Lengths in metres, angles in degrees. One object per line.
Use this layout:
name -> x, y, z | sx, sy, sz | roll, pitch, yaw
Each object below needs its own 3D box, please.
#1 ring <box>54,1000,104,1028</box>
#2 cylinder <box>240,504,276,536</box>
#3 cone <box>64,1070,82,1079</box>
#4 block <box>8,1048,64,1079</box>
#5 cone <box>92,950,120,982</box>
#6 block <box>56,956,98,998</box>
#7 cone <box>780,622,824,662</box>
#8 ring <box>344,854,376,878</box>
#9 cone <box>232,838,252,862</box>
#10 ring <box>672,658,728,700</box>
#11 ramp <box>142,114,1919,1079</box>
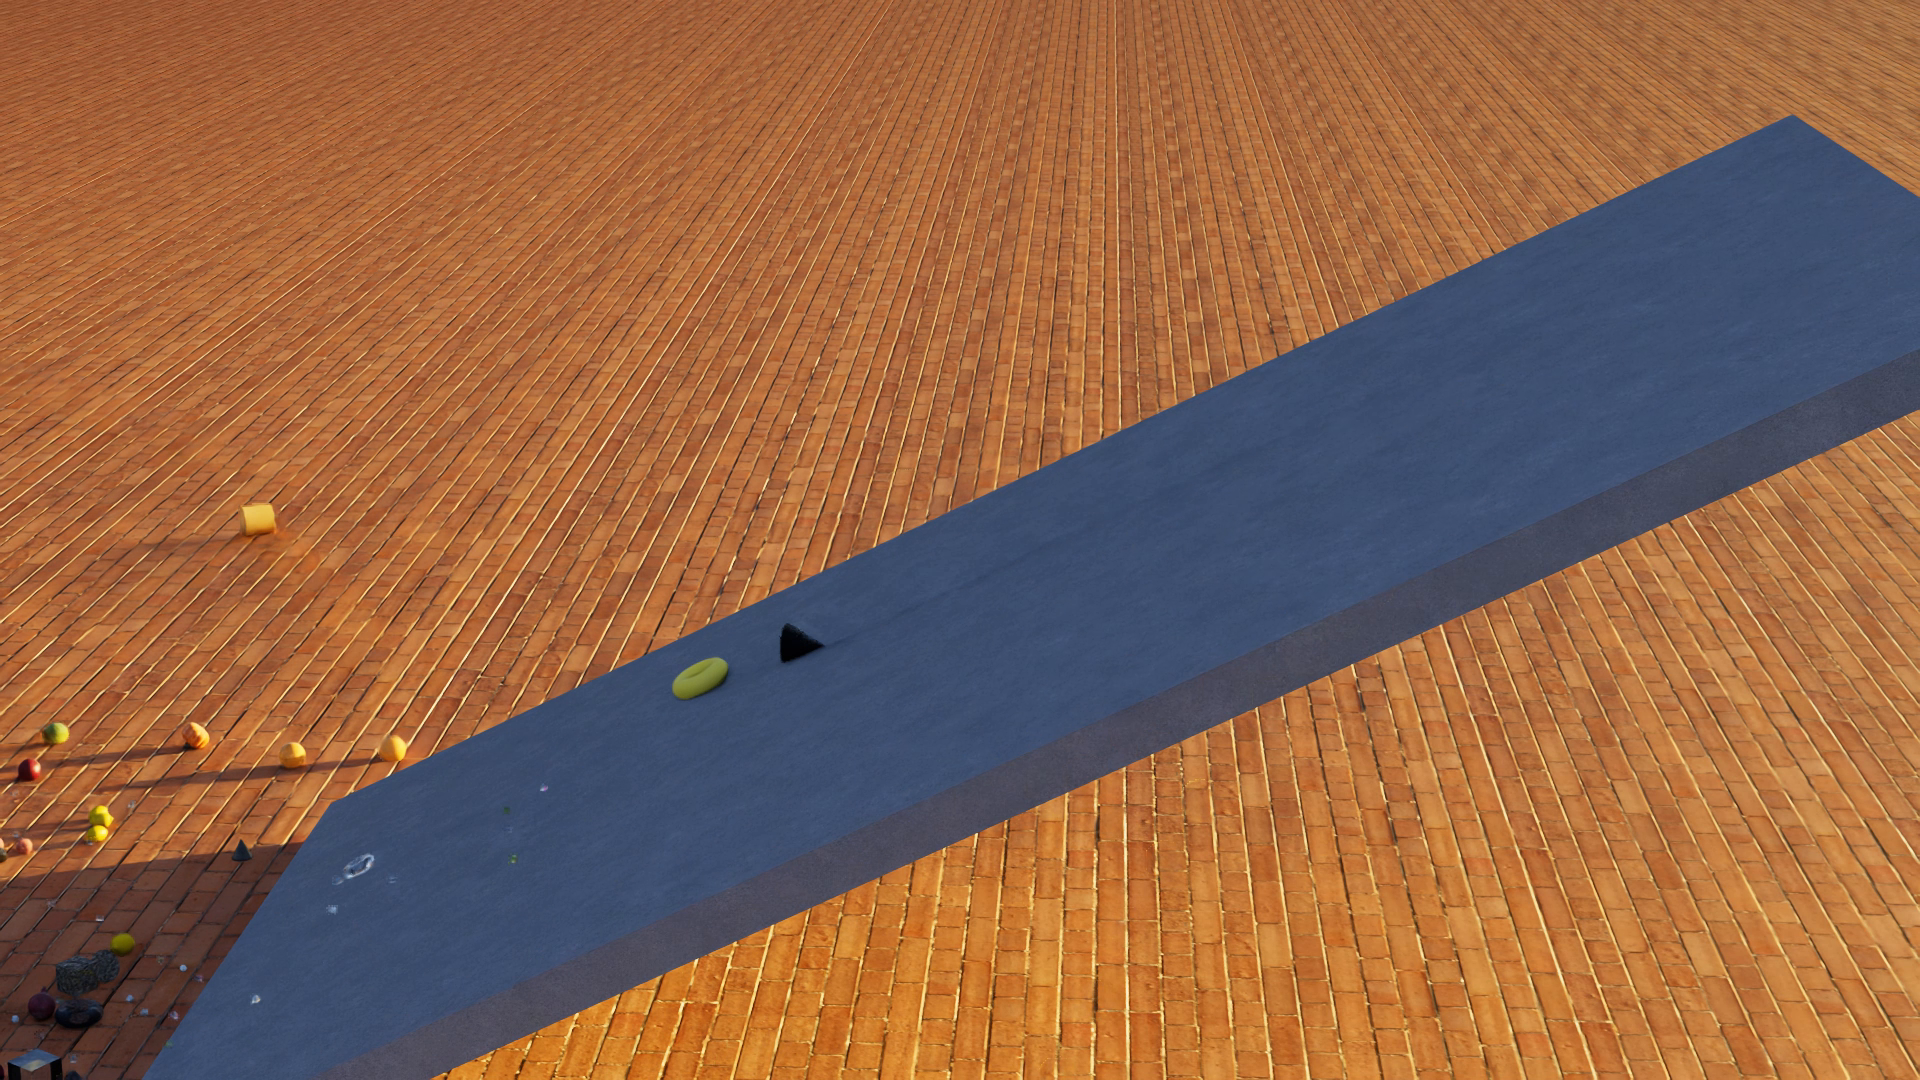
ring -> -1.962, 1.055, 6.551 | 0.105, 0.035, 0.105 | 1, 17, 0
cylinder -> -2.441, -0.069, 10.218 | 0.099, 0.099, 0.099 | -8, 18, -25
cone -> -1.880, 1.168, 6.167 | 0.082, 0.082, 0.082 | -29, 20, -3
block -> -1.952, 1.133, 6.212 | 0.077, 0.077, 0.077 | 11, 20, 33
cone -> -1.990, 0.988, 6.775 | 0.076, 0.076, 0.076 | -21, 0, 39
block -> -2.013, 0.994, 6.704 | 0.064, 0.064, 0.064 | 12, 20, 34
cone -> -0.351, 0.236, 6.671 | 0.091, 0.091, 0.091 | 4, 17, 13
ring -> -1.386, 0.752, 6.786 | 0.081, 0.027, 0.081 | -27, 12, 6
cone -> -1.819, 0.779, 7.446 | 0.053, 0.053, 0.053 | 0, 17, 0
ring -> -0.603, 0.322, 6.826 | 0.143, 0.048, 0.143 | -25, 15, 7
ramp -> 0.139, 0.168, 6.281 | 4.000, 0.100, 2.000 | -25, 14, 10
